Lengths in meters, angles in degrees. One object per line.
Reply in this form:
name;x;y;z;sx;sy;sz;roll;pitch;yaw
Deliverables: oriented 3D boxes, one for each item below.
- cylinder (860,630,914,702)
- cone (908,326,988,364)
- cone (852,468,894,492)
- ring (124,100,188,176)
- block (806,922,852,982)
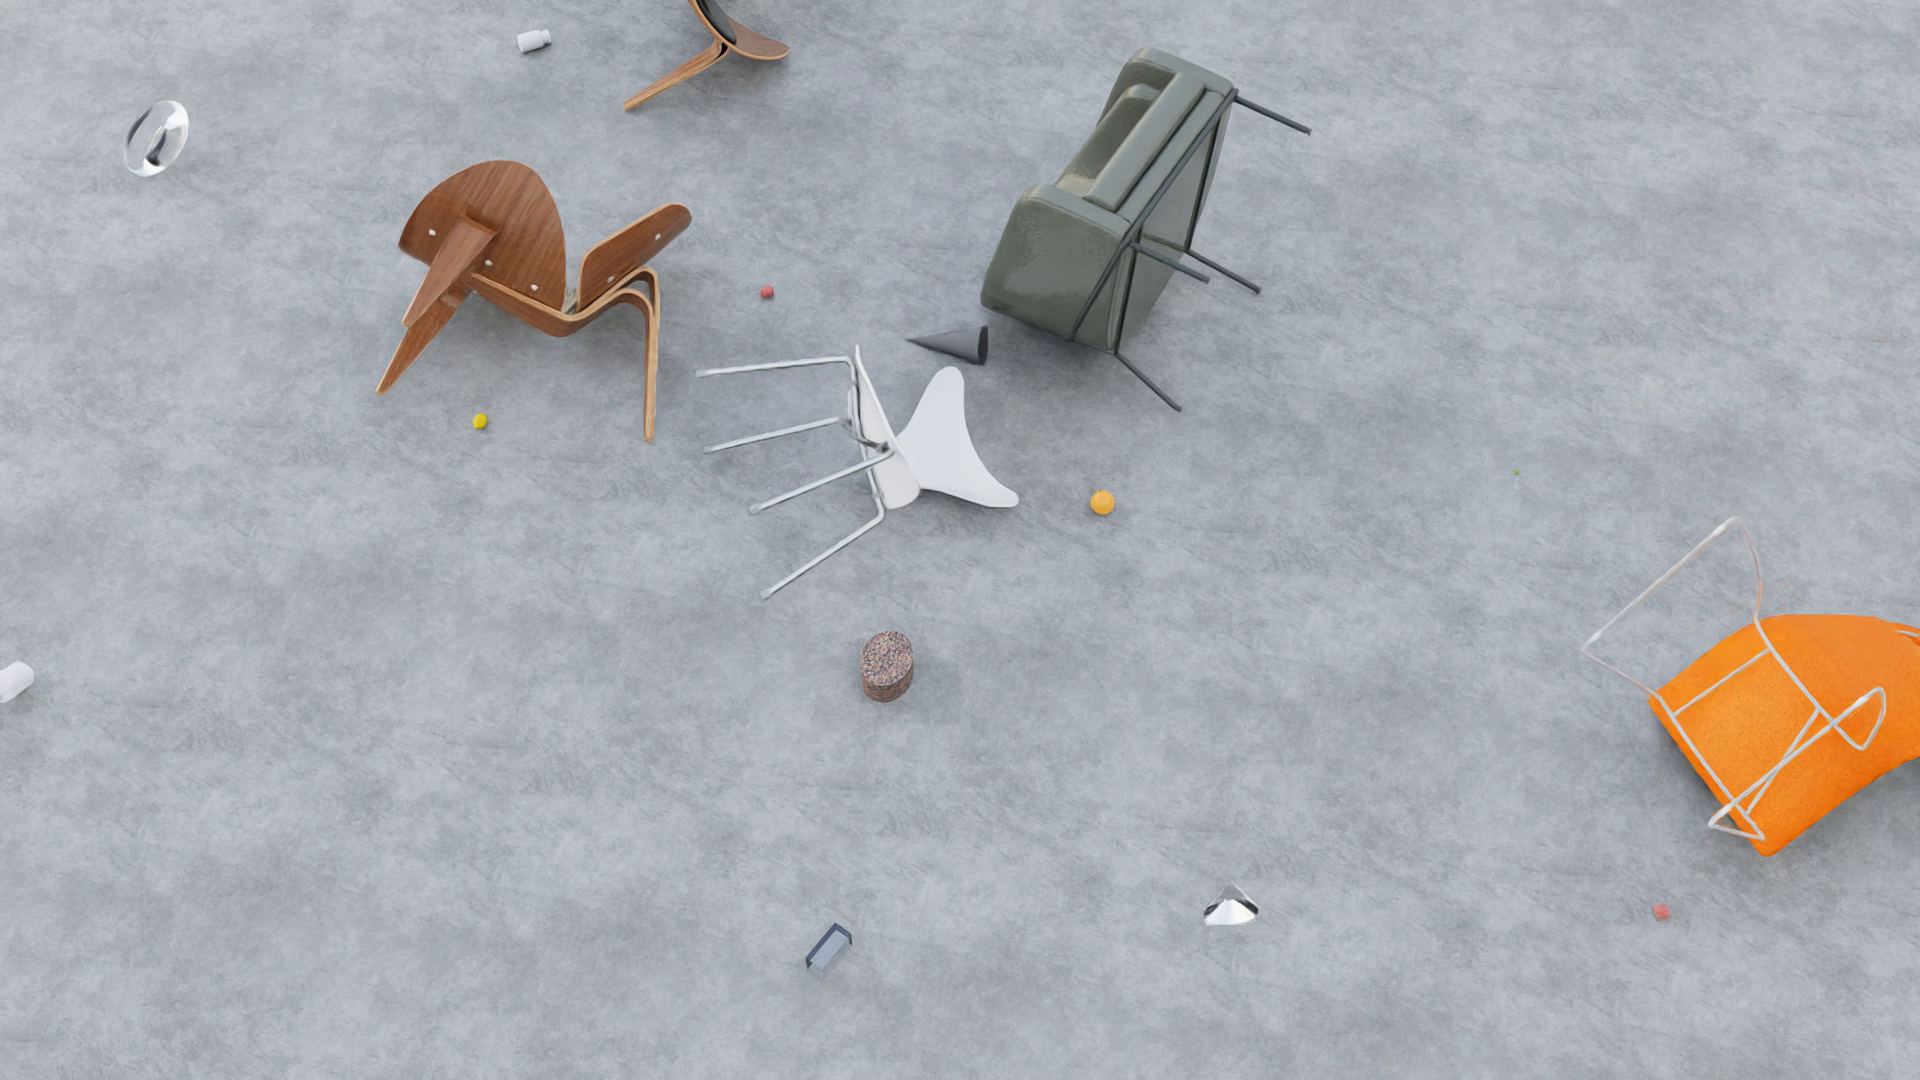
cylinder;-0.209;0.361;6.275;0.148;0.094;0.186;15;57;10
cone;-0.051;-0.626;6.961;0.264;0.104;0.124;6;94;18
cone;-0.265;-0.198;6.662;0.129;0.075;0.068;8;57;5
ring;-2.690;-1.345;7.360;0.186;0.097;0.281;38;96;18
block;-0.344;1.086;5.797;0.055;0.081;0.125;32;62;19
